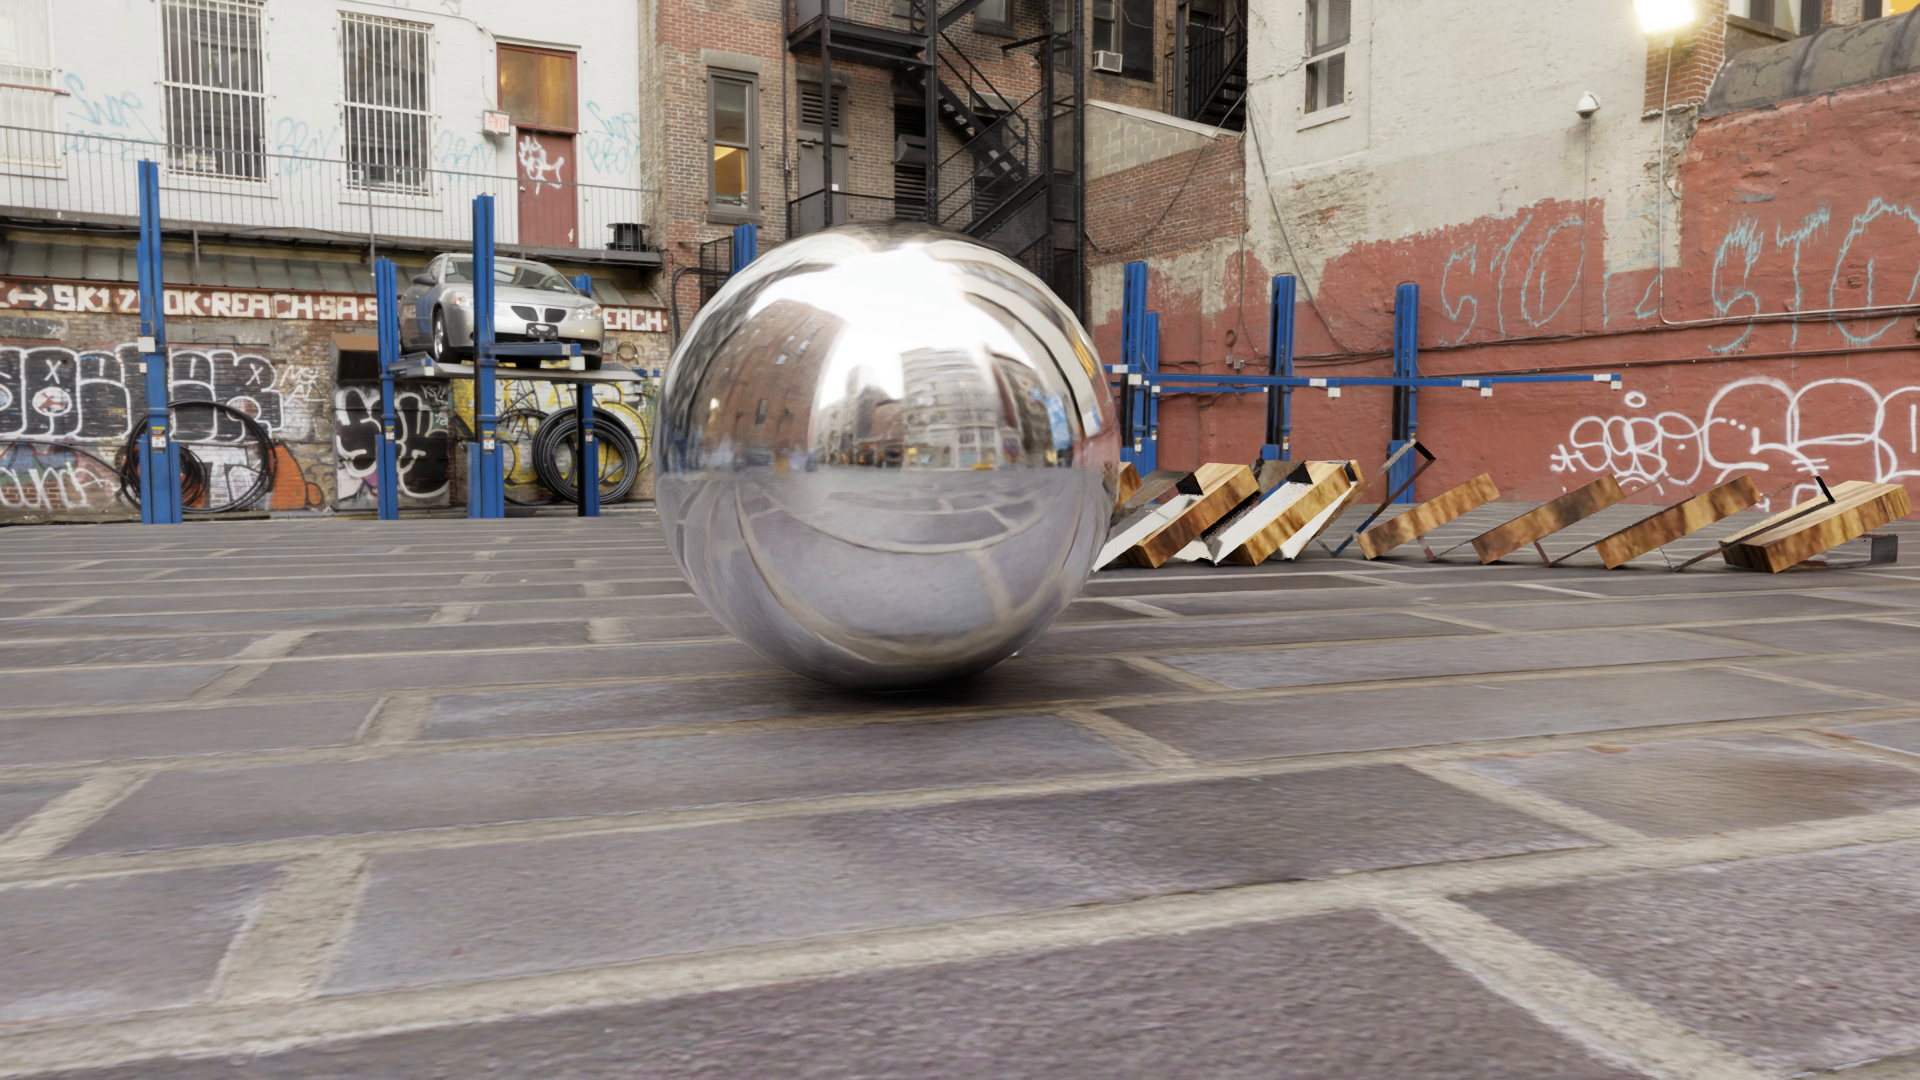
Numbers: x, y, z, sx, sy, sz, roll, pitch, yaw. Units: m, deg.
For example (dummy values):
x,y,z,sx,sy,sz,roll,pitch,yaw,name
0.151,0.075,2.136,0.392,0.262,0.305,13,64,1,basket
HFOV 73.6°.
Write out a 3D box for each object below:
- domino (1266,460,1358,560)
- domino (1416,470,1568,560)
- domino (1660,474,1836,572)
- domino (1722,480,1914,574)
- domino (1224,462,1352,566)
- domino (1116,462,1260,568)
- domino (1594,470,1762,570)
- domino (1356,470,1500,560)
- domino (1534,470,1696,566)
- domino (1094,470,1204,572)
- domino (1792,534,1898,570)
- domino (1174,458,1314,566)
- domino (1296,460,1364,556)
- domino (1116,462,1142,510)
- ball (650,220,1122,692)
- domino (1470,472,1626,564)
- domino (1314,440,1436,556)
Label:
x,y,z,sx,sy,sz,roll,pitch,yaw,name
0.125,-0.012,0.482,0.025,0.010,0.050,3,38,50,domino
0.191,-0.009,0.461,0.050,0.010,0.025,-30,-10,25,domino
0.260,-0.006,0.427,0.050,0.010,0.025,-30,-10,26,domino
0.288,-0.005,0.434,0.050,0.010,0.025,-24,7,0,domino
0.115,-0.010,0.464,0.050,0.010,0.025,-37,20,-18,domino
0.079,-0.009,0.454,0.050,0.009,0.025,-36,18,-16,domino
0.243,-0.007,0.434,0.050,0.010,0.025,-32,-11,29,domino
0.172,-0.009,0.472,0.050,0.010,0.025,-30,-7,22,domino
0.225,-0.007,0.442,0.050,0.010,0.025,-31,-10,26,domino
0.058,-0.007,0.447,0.050,0.010,0.025,-33,17,-19,domino
0.309,0.003,0.459,0.050,0.009,0.025,-3,5,-31,domino
0.099,-0.011,0.459,0.050,0.009,0.025,-37,20,-18,domino
0.133,-0.013,0.500,0.050,0.009,0.025,-42,26,-29,domino
0.037,-0.009,0.440,0.050,0.010,0.025,-44,28,-28,domino
-0.012,-0.014,0.221,0.080,0.080,0.080,0,4,0,ball
0.207,-0.008,0.453,0.050,0.010,0.025,-30,-10,25,domino
0.155,-0.016,0.484,0.010,0.050,0.025,45,8,5,domino
